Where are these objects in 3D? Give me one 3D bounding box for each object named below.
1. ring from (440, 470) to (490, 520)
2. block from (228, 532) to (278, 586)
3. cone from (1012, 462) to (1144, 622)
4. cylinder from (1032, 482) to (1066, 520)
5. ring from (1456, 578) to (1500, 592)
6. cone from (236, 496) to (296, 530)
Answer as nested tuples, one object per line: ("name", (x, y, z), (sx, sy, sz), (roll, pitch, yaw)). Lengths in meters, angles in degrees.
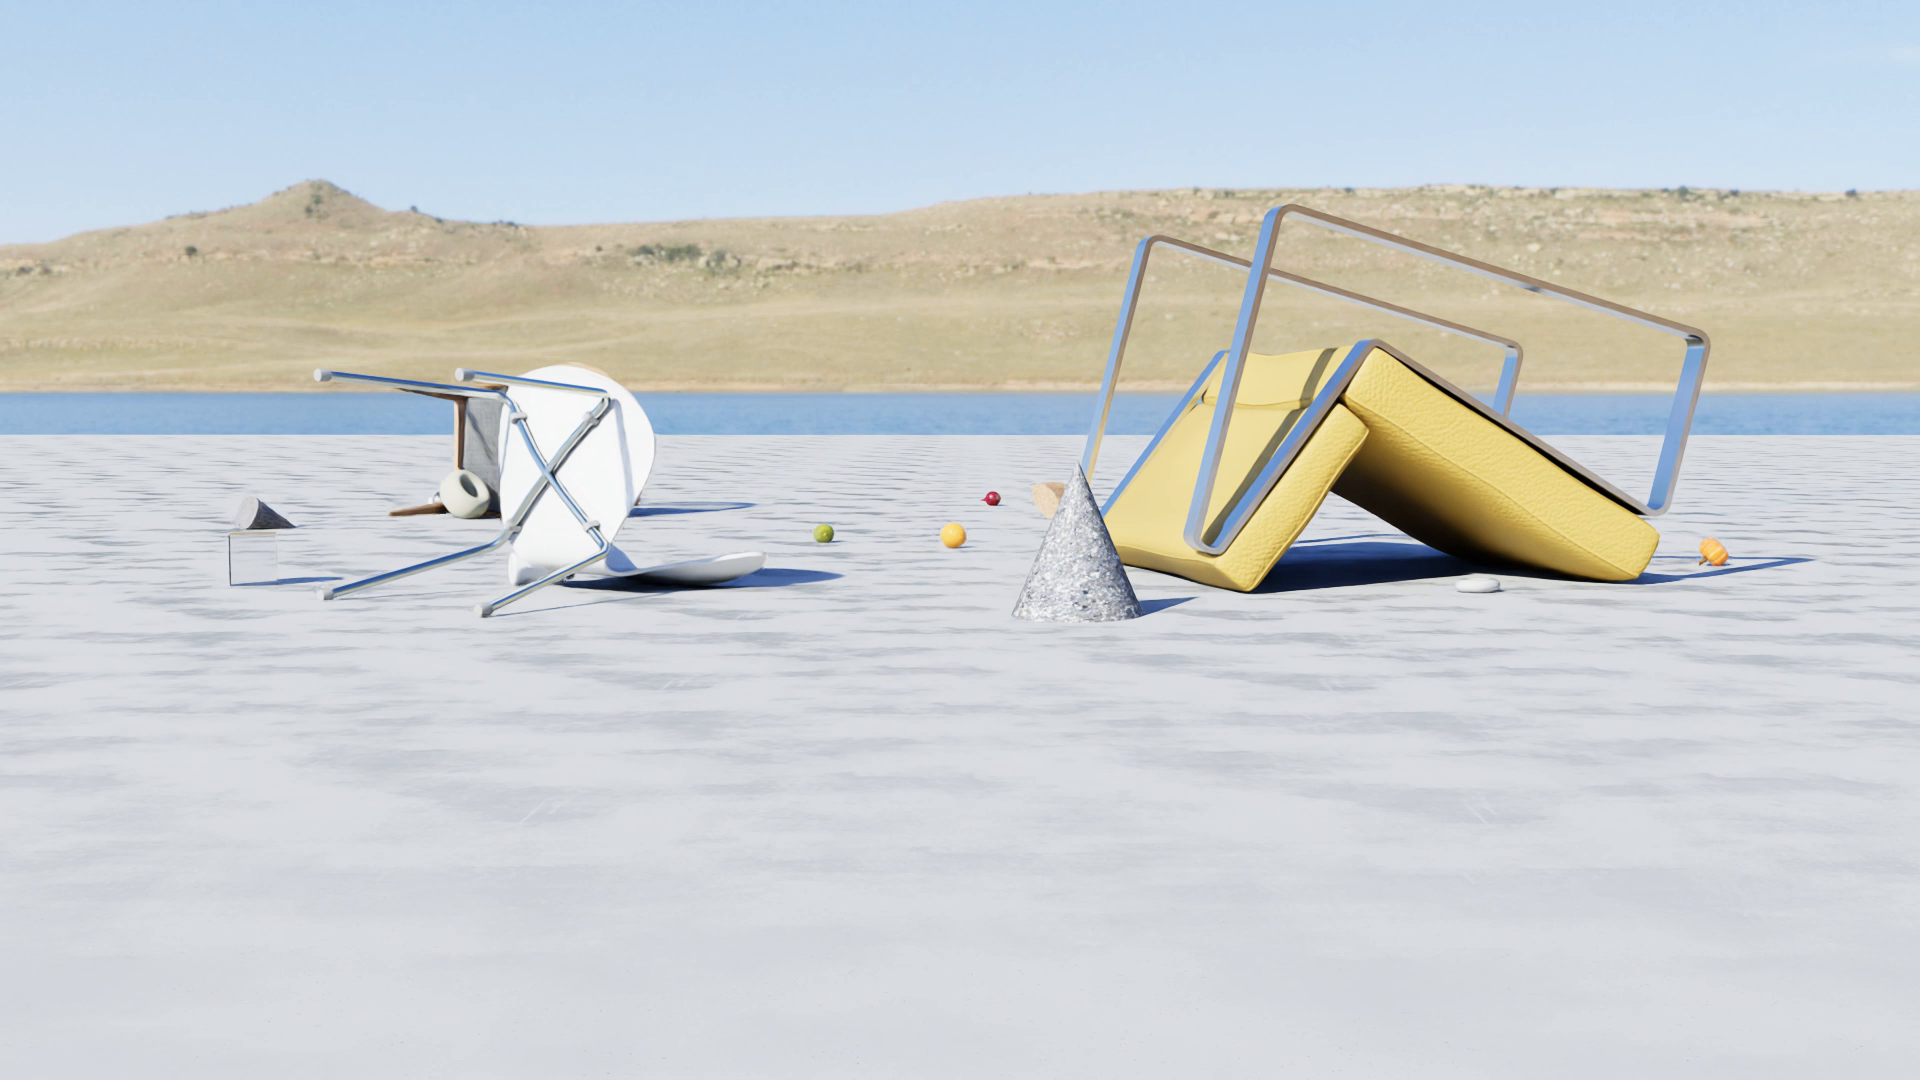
("ring", (-1.715, -0.156, 7.618), (0.180, 0.096, 0.191), (36, 26, -25))
("block", (-1.626, 0.043, 5.063), (0.102, 0.117, 0.095), (-1, 4, -15))
("cone", (0.234, -0.005, 4.370), (0.261, 0.309, 0.315), (1, 4, 15))
("cylinder", (0.332, -0.134, 7.597), (0.083, 0.149, 0.128), (-45, -21, 27))
("ring", (1.147, 0.100, 4.874), (0.116, 0.029, 0.089), (-2, 4, -42))
("cone", (-2.207, -0.063, 7.057), (0.179, 0.114, 0.149), (20, -19, -40))
